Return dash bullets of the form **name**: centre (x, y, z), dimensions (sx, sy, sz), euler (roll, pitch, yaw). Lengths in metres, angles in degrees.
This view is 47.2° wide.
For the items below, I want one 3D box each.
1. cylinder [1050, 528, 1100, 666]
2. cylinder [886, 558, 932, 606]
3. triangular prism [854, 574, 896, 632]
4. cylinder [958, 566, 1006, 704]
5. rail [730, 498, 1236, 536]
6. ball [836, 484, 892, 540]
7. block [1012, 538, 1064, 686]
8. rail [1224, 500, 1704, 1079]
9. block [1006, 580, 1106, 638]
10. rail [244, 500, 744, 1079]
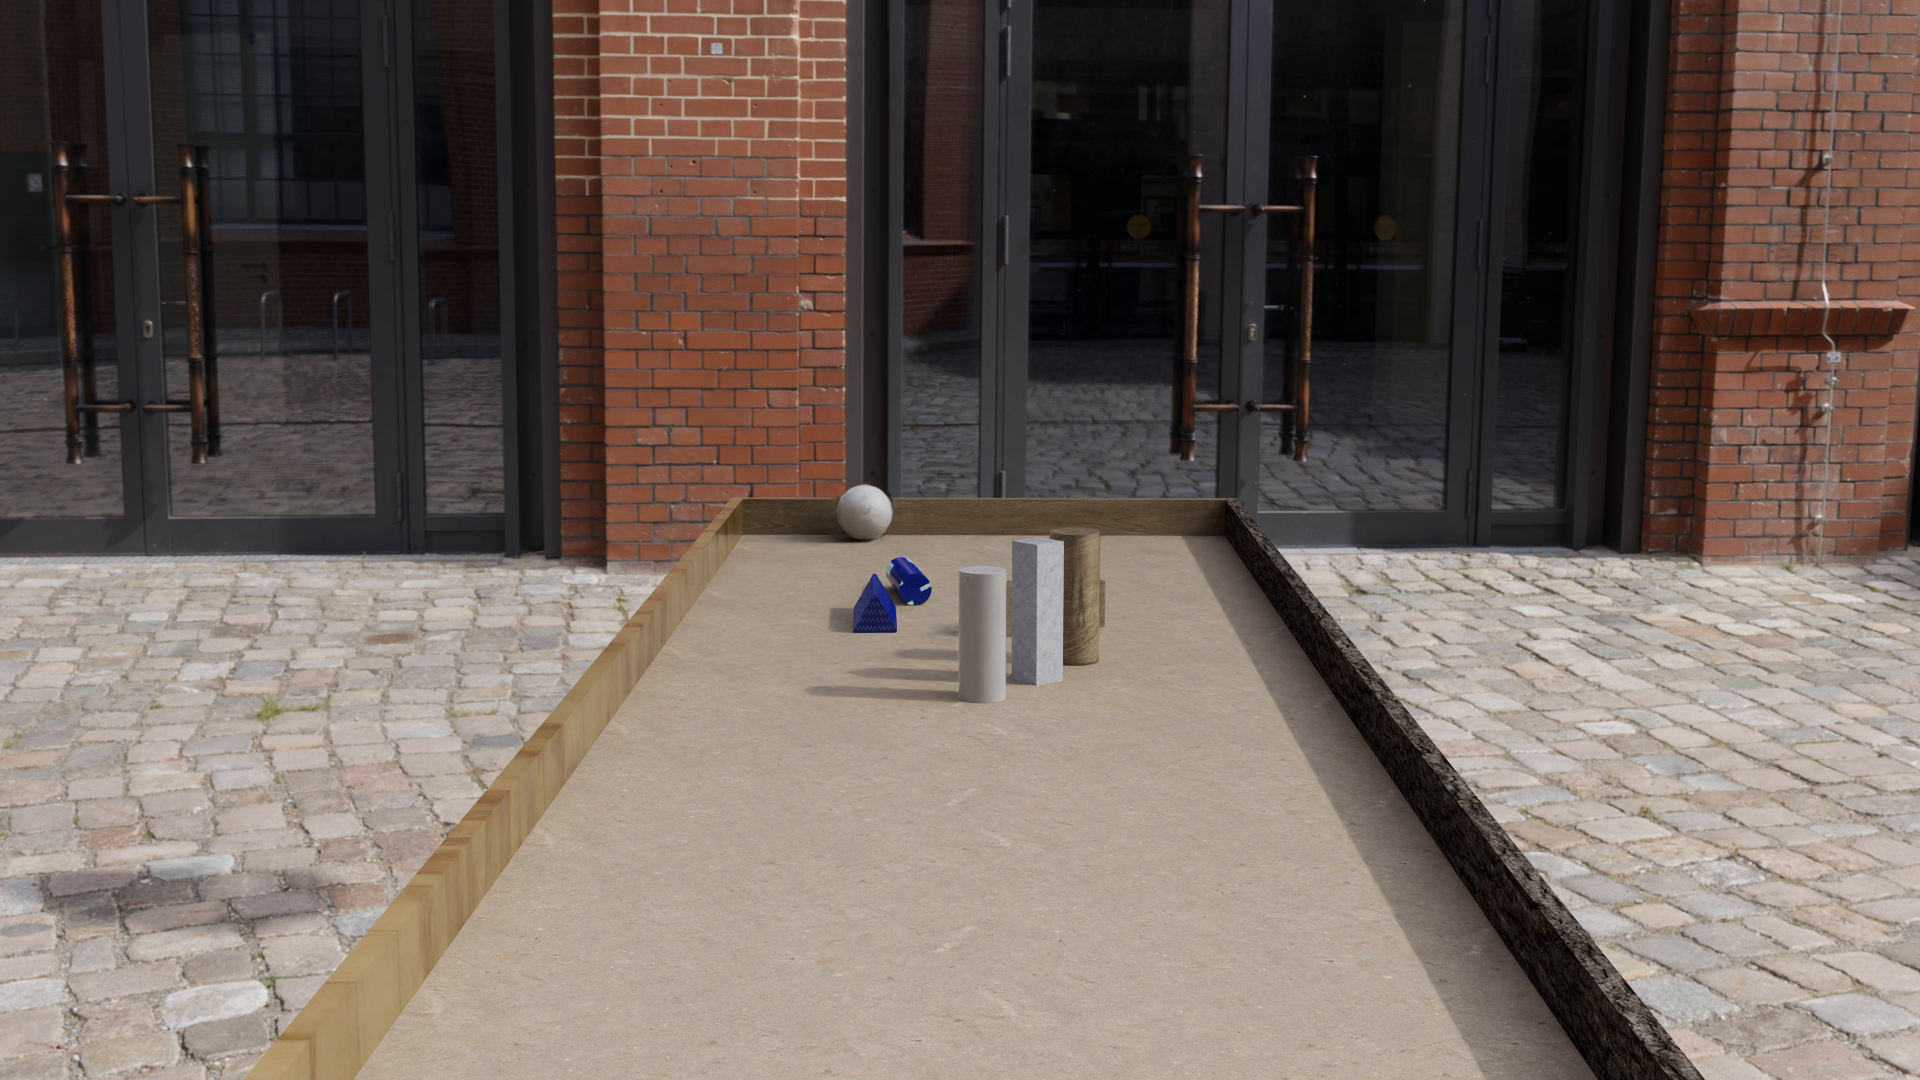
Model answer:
- **cylinder**: centre (0.347, 0.170, 6.661), dimensions (0.152, 0.399, 0.152), euler (0, 9, 0)
- **cylinder**: centre (-0.183, 0.144, 7.744), dimensions (0.112, 0.112, 0.348), euler (-2, 9, -10)
- **triangular prism**: centre (-0.283, 0.206, 7.303), dimensions (0.140, 0.122, 0.405), euler (0, 9, -2)
- **cylinder**: centre (0.063, 0.264, 6.172), dimensions (0.133, 0.366, 0.133), euler (0, 9, 0)
- **rail**: centre (0.099, -0.098, 9.147), dimensions (2.100, 0.150, 0.050), euler (0, 9, 1)
- **ball**: centre (-0.391, -0.113, 8.994), dimensions (0.228, 0.228, 0.228), euler (0, 9, 0)
- **block**: centre (0.225, 0.206, 6.394), dimensions (0.106, 0.411, 0.106), euler (-8, 12, -41)
- **rail**: centre (1.046, 0.843, 3.208), dimensions (0.050, 0.150, 12.000), euler (0, 9, 1)
- **block**: centre (0.274, 0.213, 7.176), dimensions (0.374, 0.153, 0.153), euler (-5, 10, -28)
- **rail**: centre (-1.004, 0.839, 3.234), dimensions (0.050, 0.150, 12.000), euler (0, 9, 1)
